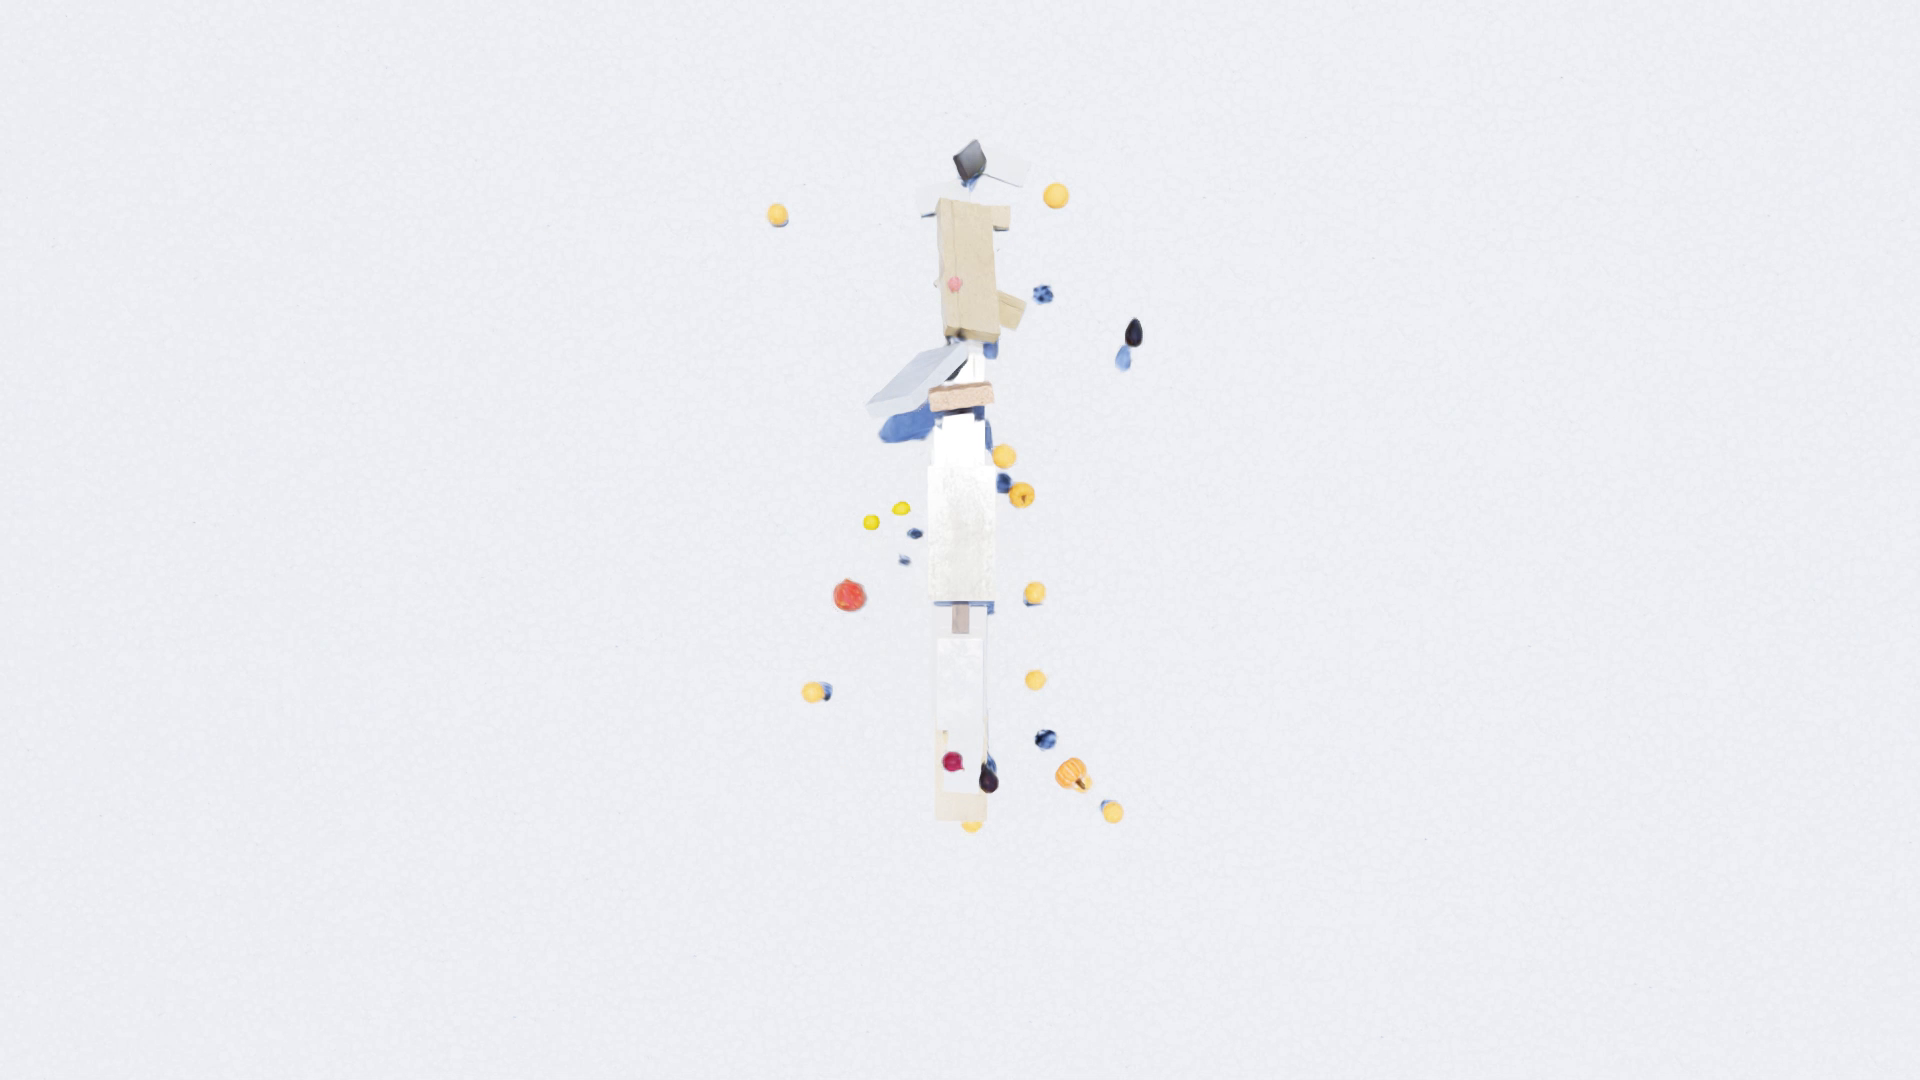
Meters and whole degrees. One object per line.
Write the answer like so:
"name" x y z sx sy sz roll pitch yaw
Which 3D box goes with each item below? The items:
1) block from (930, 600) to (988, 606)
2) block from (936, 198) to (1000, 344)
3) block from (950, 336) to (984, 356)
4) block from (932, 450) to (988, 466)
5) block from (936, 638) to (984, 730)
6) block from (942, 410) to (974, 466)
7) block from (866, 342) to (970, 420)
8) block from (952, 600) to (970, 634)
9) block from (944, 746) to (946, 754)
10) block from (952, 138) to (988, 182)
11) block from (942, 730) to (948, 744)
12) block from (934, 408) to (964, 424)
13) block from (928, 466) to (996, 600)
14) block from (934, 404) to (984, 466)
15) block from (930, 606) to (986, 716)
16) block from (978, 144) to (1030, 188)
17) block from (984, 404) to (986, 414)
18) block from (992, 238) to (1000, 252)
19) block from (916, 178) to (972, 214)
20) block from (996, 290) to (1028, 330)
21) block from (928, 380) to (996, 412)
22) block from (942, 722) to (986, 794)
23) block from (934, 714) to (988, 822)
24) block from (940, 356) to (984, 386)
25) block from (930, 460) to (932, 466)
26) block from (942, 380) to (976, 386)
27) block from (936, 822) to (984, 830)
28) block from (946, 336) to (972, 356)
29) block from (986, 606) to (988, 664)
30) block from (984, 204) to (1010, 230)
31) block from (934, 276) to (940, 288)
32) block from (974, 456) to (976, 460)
"block" -0.001 0.020 4.744 0.166 0.047 0.333 0 90 0
"block" 0.023 -0.869 5.289 0.174 0.049 0.516 7 60 -18
"block" 0.019 -0.679 5.305 0.099 0.344 0.028 7 119 -5
"block" 0.000 -0.104 5.125 0.175 0.050 0.350 0 90 0
"block" 0.000 0.392 4.486 0.124 0.035 0.248 0 90 0
"block" -0.004 -0.278 4.590 0.085 0.024 0.169 -1 90 0
"block" -0.128 -0.486 5.009 0.174 0.347 0.049 -9 117 37
"block" 0.001 0.212 4.617 0.048 0.014 0.096 1 90 0
"block" -0.005 0.632 4.710 0.028 0.200 0.100 -35 90 0
"block" 0.033 -1.241 5.380 0.024 0.173 0.086 -15 112 31
"block" 0.000 0.555 4.710 0.100 0.200 0.028 0 91 0
"block" -0.031 -0.357 4.686 0.085 0.169 0.024 -25 95 0
"block" 0.004 -0.017 4.343 0.176 0.050 0.352 0 90 0
"block" -0.001 -0.296 4.792 0.144 0.041 0.288 0 90 0
"block" -0.003 0.350 4.774 0.158 0.045 0.317 0 90 0
"block" 0.132 -1.245 5.488 0.185 0.024 0.086 20 90 0
"block" 0.002 -0.392 4.989 0.144 0.354 0.041 -1 90 0
"block" 0.049 -0.958 5.489 0.154 0.022 0.077 -35 90 0
"block" -0.054 -1.134 5.439 0.173 0.024 0.086 -10 91 9
"block" 0.113 -0.778 5.461 0.198 0.028 0.099 23 121 0
"block" 0.002 -0.404 4.596 0.174 0.347 0.049 -7 98 0
"block" 0.009 0.602 4.589 0.100 0.028 0.200 6 92 -8
"block" 0.004 0.667 4.832 0.153 0.043 0.307 0 90 0
"block" 0.002 -0.429 5.187 0.146 0.041 0.293 0 90 0
"block" -0.004 -0.222 5.325 0.175 0.350 0.050 1 90 0
"block" -0.003 -0.473 5.066 0.099 0.198 0.028 -6 94 0
"block" 0.002 0.757 5.182 0.148 0.042 0.297 0 90 0
"block" -0.006 -0.664 5.414 0.082 0.023 0.165 -5 52 -3
"block" -0.001 0.245 5.138 0.169 0.048 0.338 0 90 0
"block" 0.089 -1.073 5.479 0.154 0.022 0.077 2 73 0
"block" -0.014 -0.889 5.466 0.077 0.022 0.154 35 92 -4
"block" -0.001 -0.225 4.687 0.085 0.169 0.024 0 91 0
